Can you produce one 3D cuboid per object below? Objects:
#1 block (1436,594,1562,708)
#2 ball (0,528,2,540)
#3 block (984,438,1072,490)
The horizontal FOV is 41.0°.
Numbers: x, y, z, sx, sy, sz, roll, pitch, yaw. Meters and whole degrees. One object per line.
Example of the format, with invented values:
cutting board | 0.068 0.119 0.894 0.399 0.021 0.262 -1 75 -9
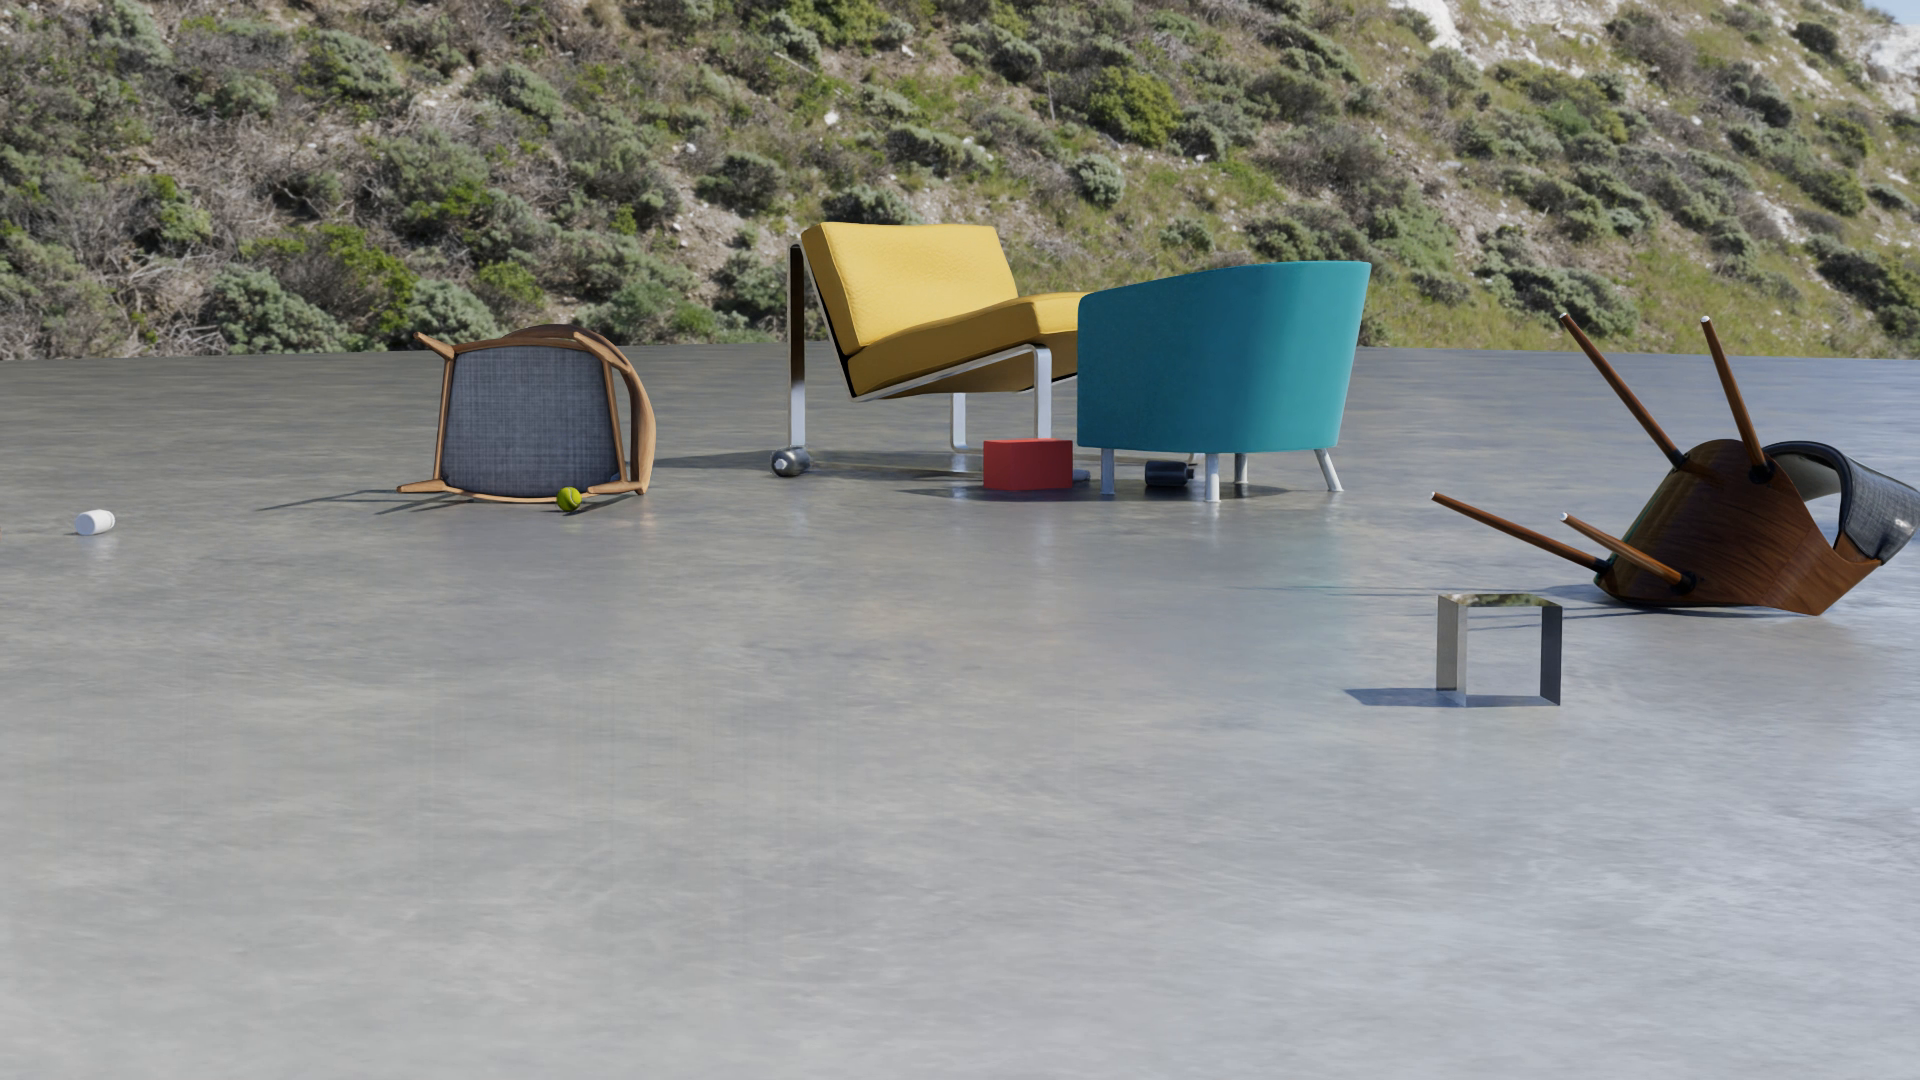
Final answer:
block | 0.840 0.171 4.002 0.149 0.155 0.158 -1 6 -6
ball | -2.300 -0.014 5.997 0.113 0.113 0.113 0 6 0
block | 0.212 -0.236 7.989 0.238 0.146 0.145 -4 7 -34
